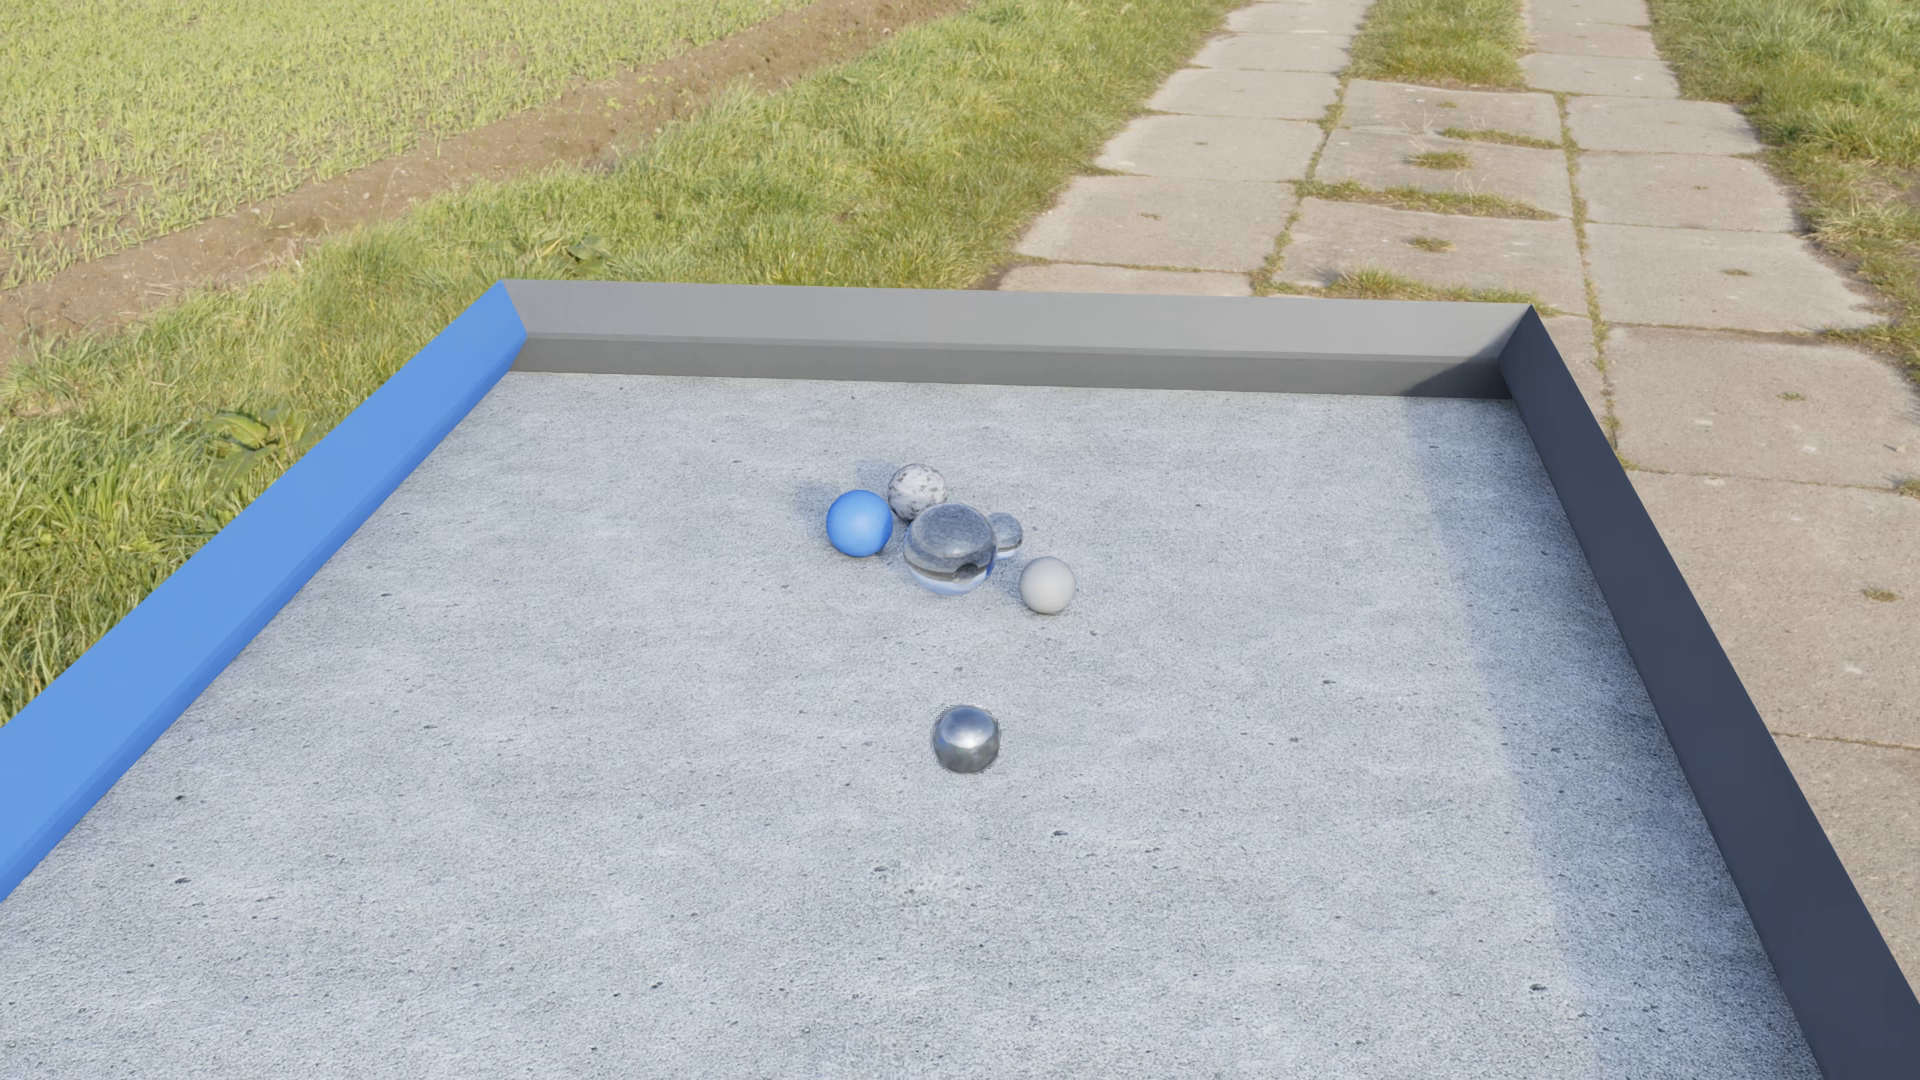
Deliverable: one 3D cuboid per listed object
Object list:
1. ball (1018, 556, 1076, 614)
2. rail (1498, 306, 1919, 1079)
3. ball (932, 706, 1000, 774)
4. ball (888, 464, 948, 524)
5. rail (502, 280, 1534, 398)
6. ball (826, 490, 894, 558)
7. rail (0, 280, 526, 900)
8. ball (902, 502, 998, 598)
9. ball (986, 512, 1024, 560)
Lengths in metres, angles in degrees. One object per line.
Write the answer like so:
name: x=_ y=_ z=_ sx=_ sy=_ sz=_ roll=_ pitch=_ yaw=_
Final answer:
ball: x=0.089 y=0.046 z=2.246 sx=0.059 sy=0.059 sz=0.059 roll=0 pitch=22 yaw=0
rail: x=0.601 y=0.237 z=1.666 sx=0.045 sy=0.129 sz=2.646 roll=2 pitch=22 yaw=5
ball: x=0.006 y=0.174 z=1.921 sx=0.060 sy=0.060 sz=0.060 roll=0 pitch=22 yaw=0
ball: x=-0.048 y=-0.052 z=2.480 sx=0.069 sy=0.069 sz=0.069 roll=0 pitch=22 yaw=0
rail: x=0.059 y=-0.262 z=2.925 sx=1.377 sy=0.129 sz=0.045 roll=2 pitch=22 yaw=5
ball: x=-0.109 y=-0.018 z=2.388 sx=0.073 sy=0.073 sz=0.073 roll=0 pitch=22 yaw=0
rail: x=-0.723 y=0.192 z=1.780 sx=0.045 sy=0.129 sz=2.646 roll=2 pitch=22 yaw=5
ball: x=-0.010 y=0.010 z=2.283 sx=0.099 sy=0.099 sz=0.099 roll=0 pitch=22 yaw=0
ball: x=0.043 y=-0.004 z=2.381 sx=0.052 sy=0.052 sz=0.052 roll=0 pitch=22 yaw=0
